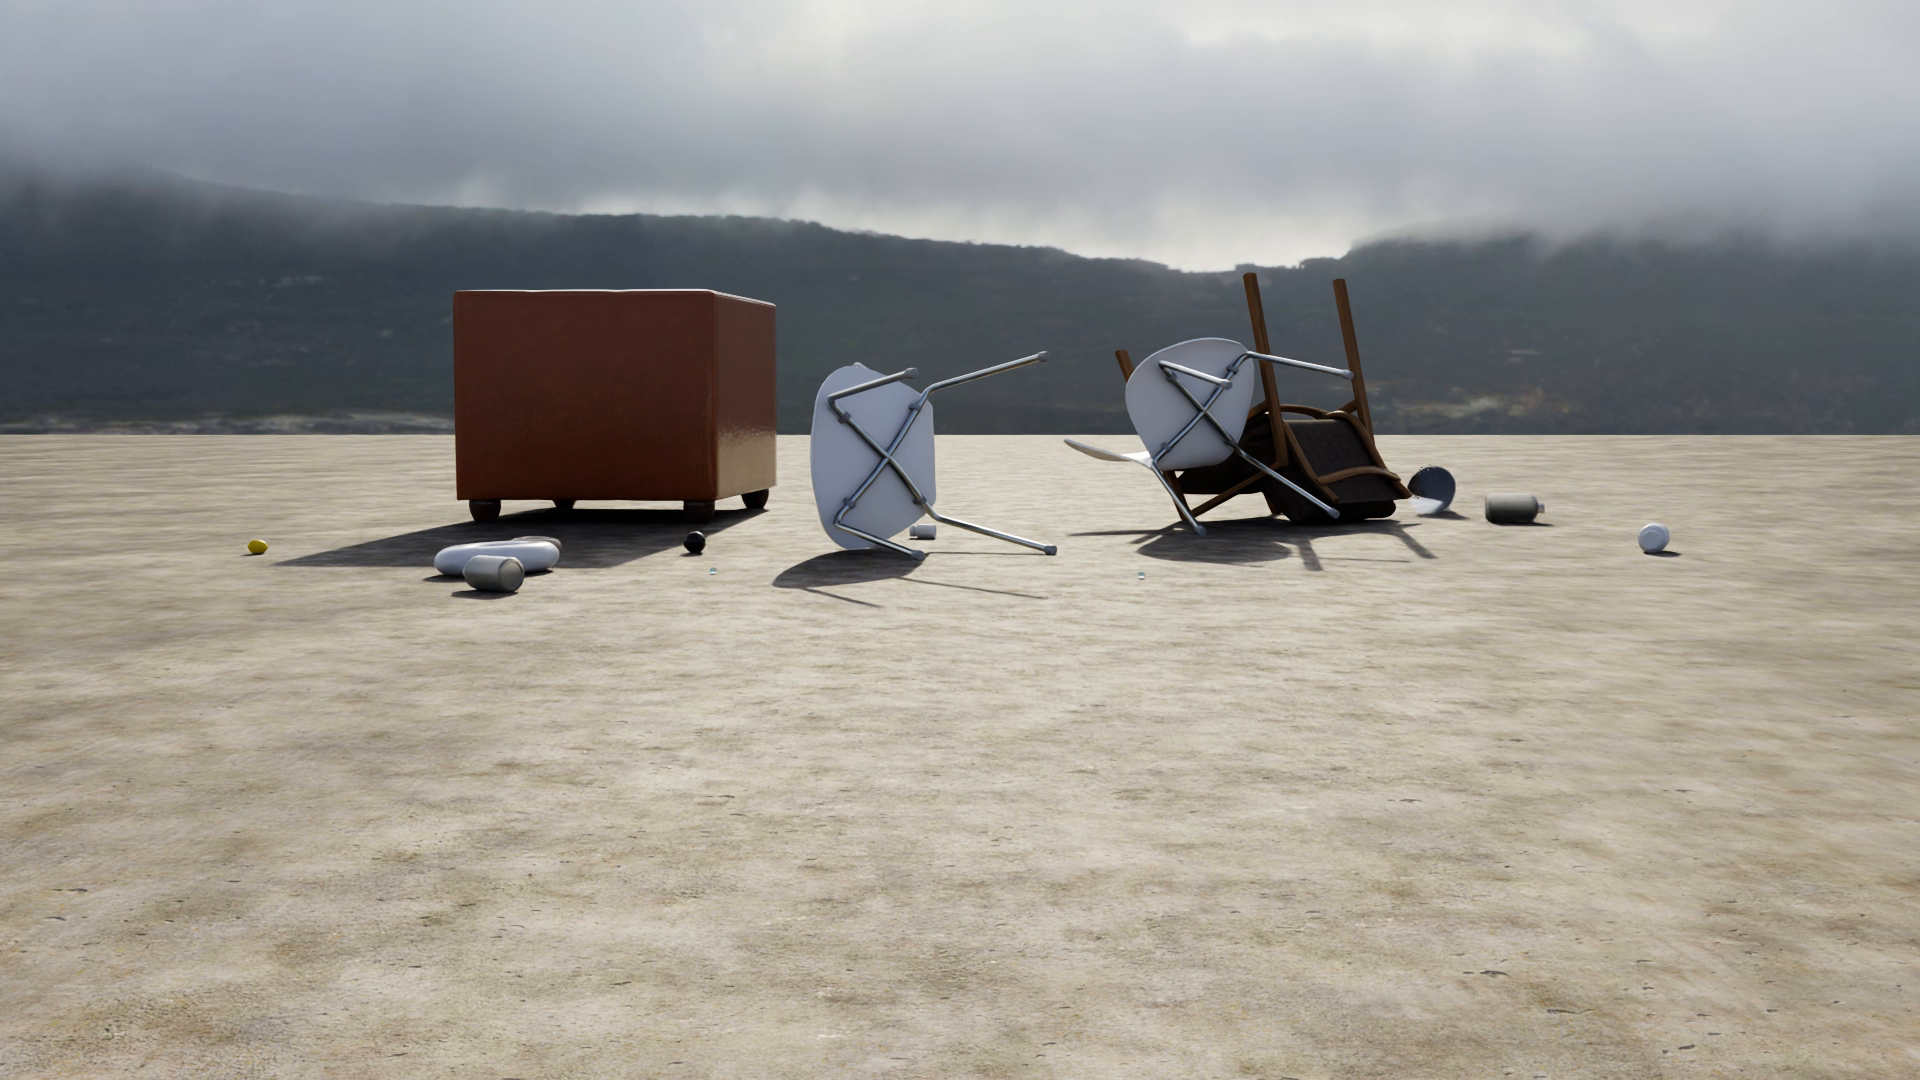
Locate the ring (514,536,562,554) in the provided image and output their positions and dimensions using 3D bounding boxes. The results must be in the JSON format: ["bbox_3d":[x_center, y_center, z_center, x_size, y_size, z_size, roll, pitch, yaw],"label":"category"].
[{"bbox_3d":[-1.145,0.018,5.933,0.149,0.049,0.125,3,6,28],"label":"ring"}]

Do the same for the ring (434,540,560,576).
[{"bbox_3d":[-1.131,0.045,5.382,0.218,0.072,0.358,1,5,36],"label":"ring"}]

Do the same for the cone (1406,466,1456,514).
[{"bbox_3d":[1.760,-0.146,8.041,0.173,0.181,0.322,50,11,26],"label":"cone"}]
